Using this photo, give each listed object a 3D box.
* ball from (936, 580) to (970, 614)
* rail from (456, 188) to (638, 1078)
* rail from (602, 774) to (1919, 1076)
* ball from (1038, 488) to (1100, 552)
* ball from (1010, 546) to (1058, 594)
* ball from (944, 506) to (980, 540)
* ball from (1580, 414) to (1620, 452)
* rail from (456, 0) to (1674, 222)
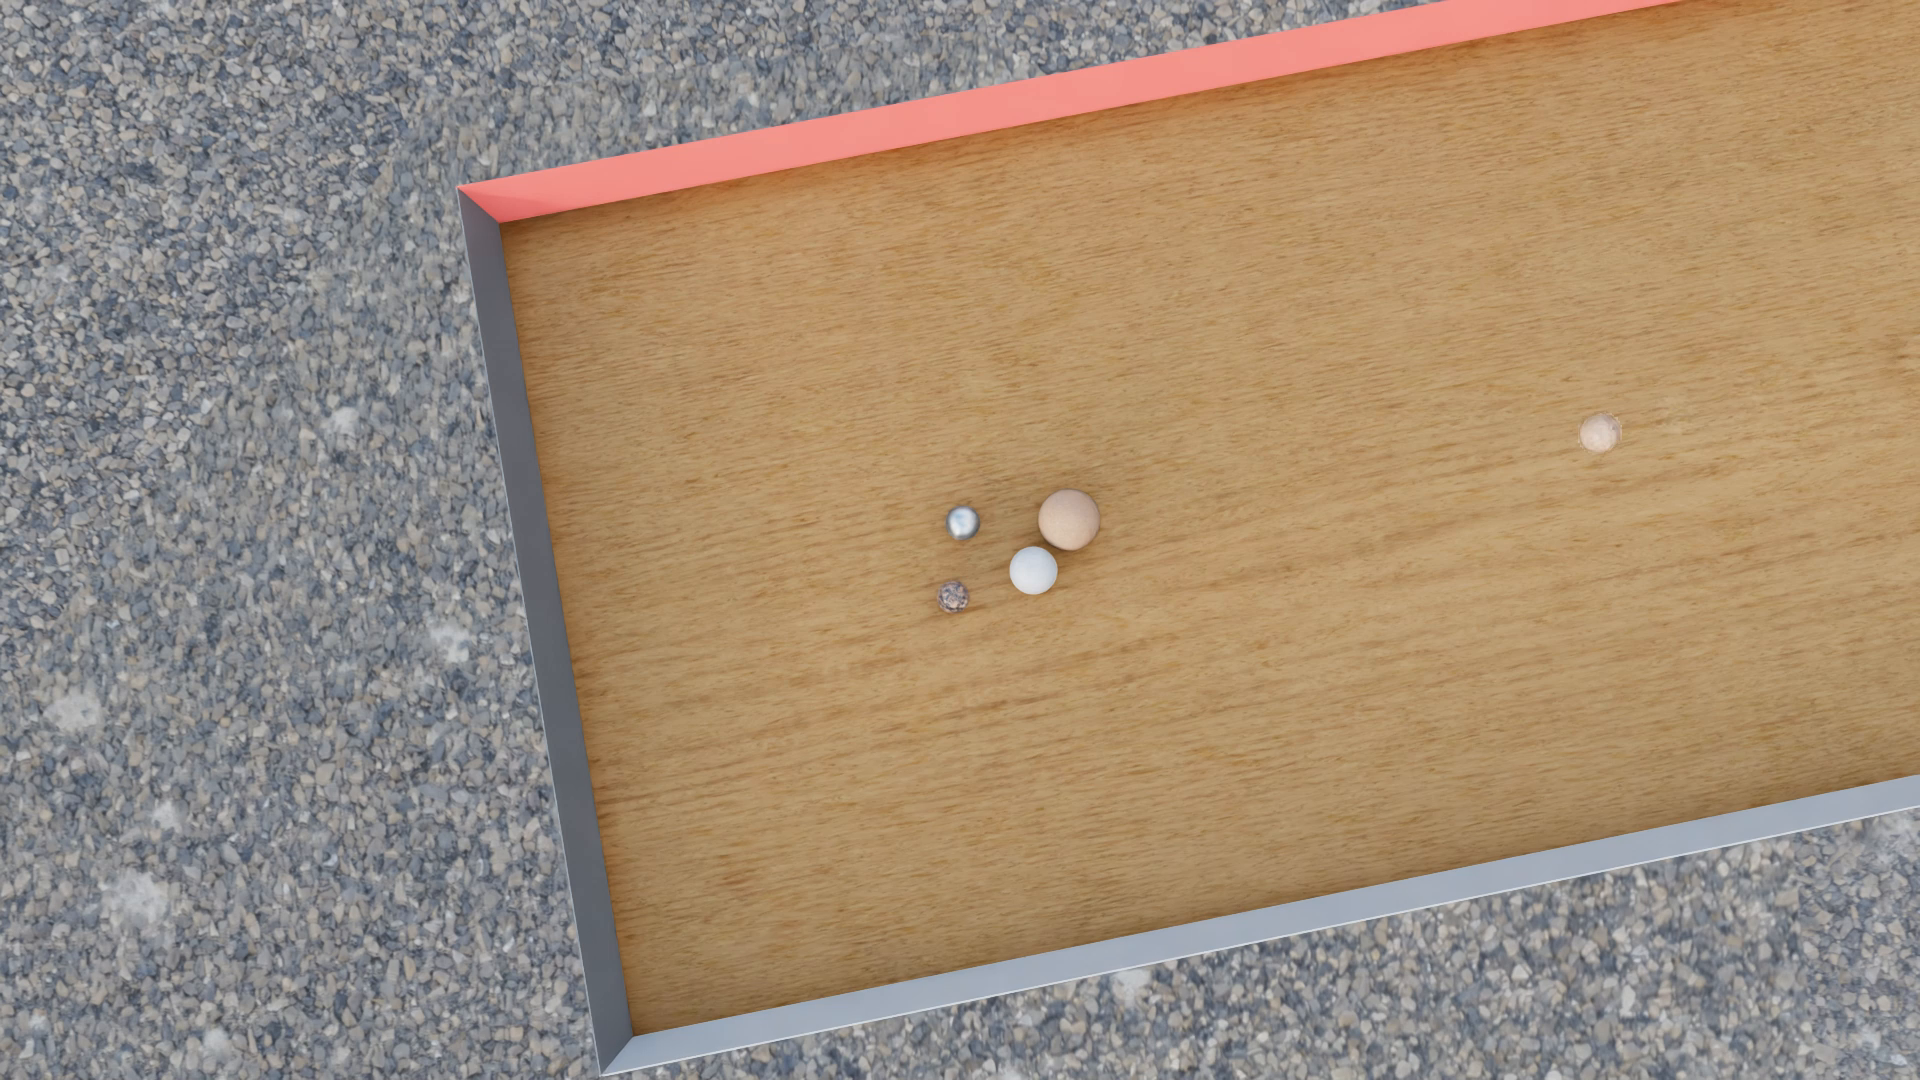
[{"bbox_3d":[-0.010,0.085,3.297,0.050,0.050,0.050,0,78,0],"label":"ball"},{"bbox_3d":[-0.609,0.114,3.253,0.045,0.122,1.337,-11,78,-2],"label":"rail"},{"bbox_3d":[0.759,0.489,3.174,2.580,0.122,0.045,-11,78,-2],"label":"rail"},{"bbox_3d":[0.164,-0.030,3.298,0.094,0.094,0.094,0,78,0],"label":"ball"},{"bbox_3d":[0.110,0.046,3.294,0.073,0.073,0.073,0,78,0],"label":"ball"},{"bbox_3d":[0.004,-0.026,3.318,0.054,0.054,0.054,0,78,0],"label":"ball"},{"bbox_3d":[0.973,-0.162,3.344,0.059,0.059,0.059,0,78,0],"label":"ball"},{"bbox_3d":[0.506,-0.749,3.434,2.580,0.122,0.045,-11,78,-2],"label":"rail"}]
